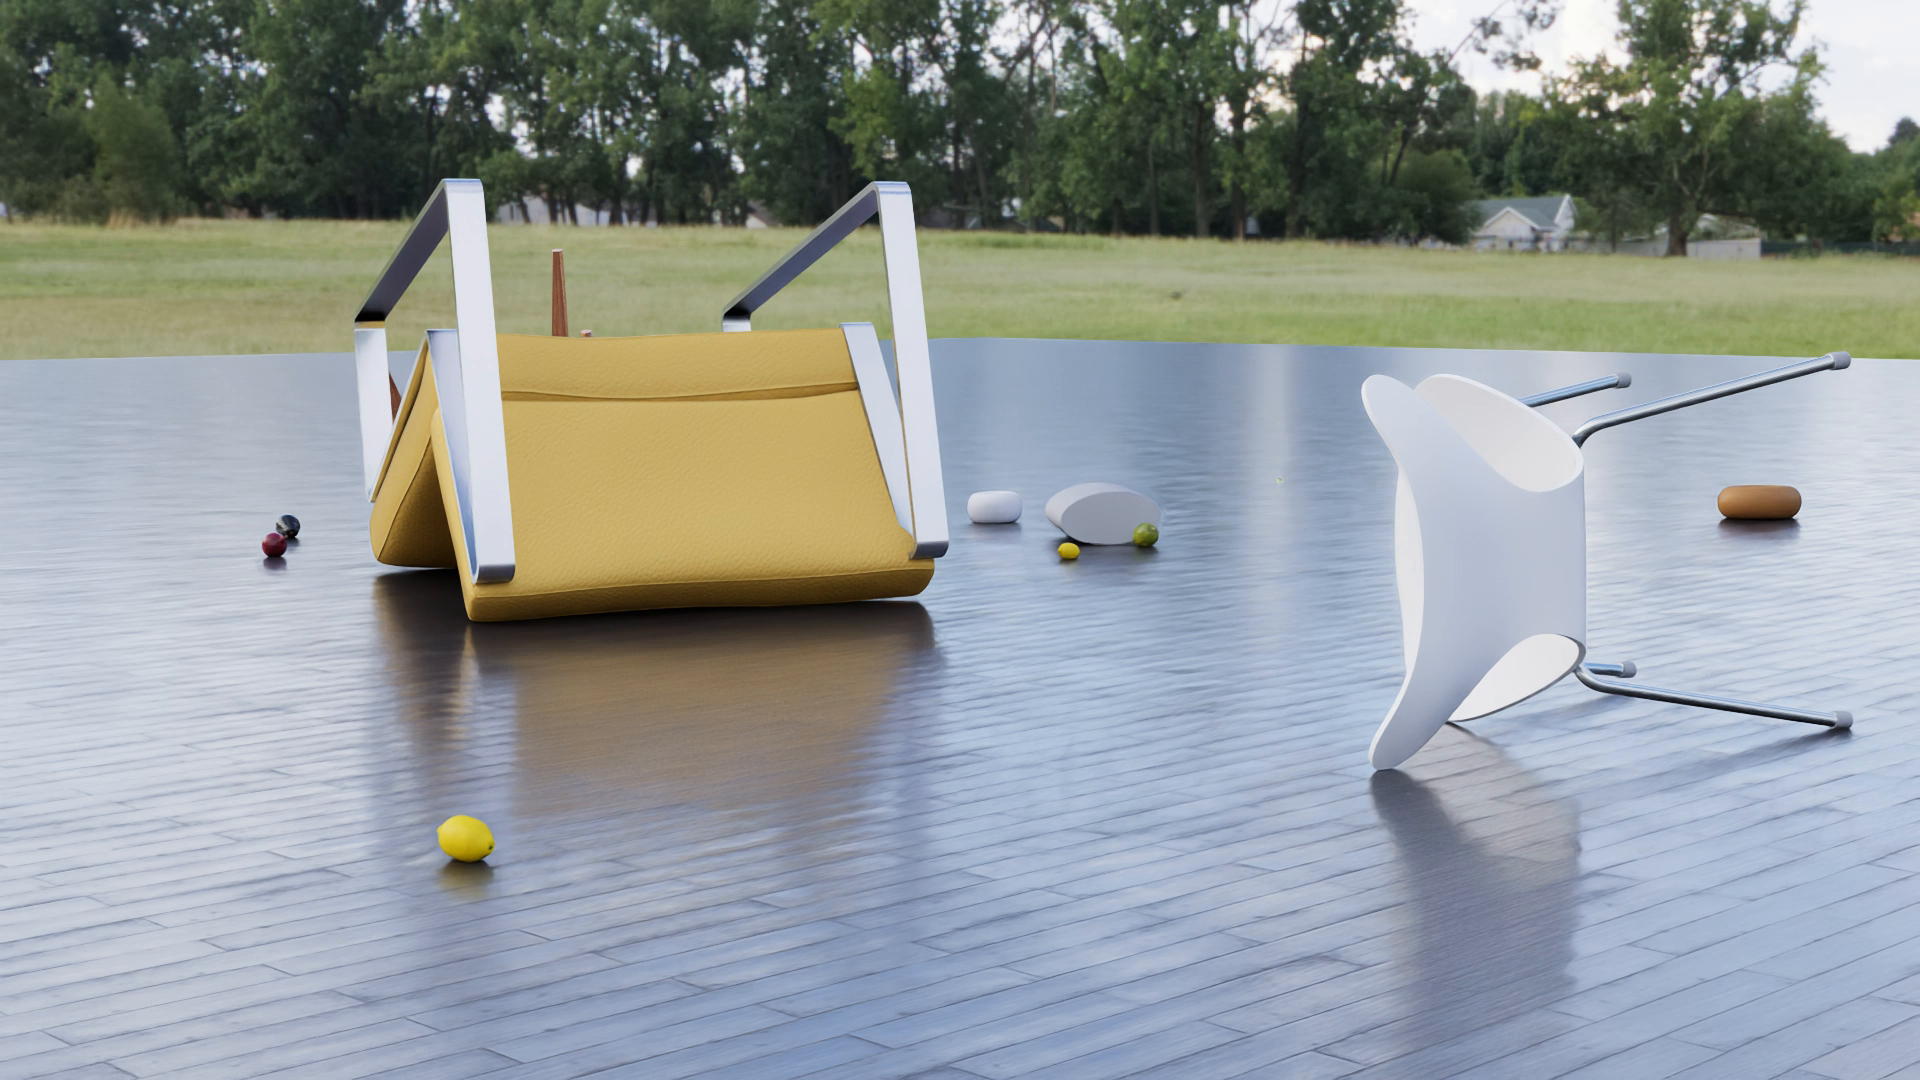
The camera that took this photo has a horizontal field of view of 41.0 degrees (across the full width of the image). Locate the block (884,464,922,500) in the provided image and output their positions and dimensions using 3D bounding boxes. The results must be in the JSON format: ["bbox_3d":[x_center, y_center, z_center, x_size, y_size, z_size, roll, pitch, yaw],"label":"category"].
[{"bbox_3d":[-0.167,-0.171,7.592,0.083,0.099,0.078,6,8,44],"label":"block"}]

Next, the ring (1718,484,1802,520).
[{"bbox_3d":[2.181,-0.104,6.999,0.249,0.088,0.161,-1,4,-21],"label":"ring"}]

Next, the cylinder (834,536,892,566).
[{"bbox_3d":[-0.222,0.024,5.875,0.116,0.062,0.061,-1,6,-28],"label":"cylinder"}]

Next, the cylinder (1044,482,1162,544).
[{"bbox_3d":[0.356,-0.068,6.429,0.250,0.131,0.279,-5,6,-6],"label":"cylinder"}]

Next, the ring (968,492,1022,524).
[{"bbox_3d":[0.093,-0.088,6.887,0.148,0.080,0.146,-3,5,-16],"label":"ring"}]
